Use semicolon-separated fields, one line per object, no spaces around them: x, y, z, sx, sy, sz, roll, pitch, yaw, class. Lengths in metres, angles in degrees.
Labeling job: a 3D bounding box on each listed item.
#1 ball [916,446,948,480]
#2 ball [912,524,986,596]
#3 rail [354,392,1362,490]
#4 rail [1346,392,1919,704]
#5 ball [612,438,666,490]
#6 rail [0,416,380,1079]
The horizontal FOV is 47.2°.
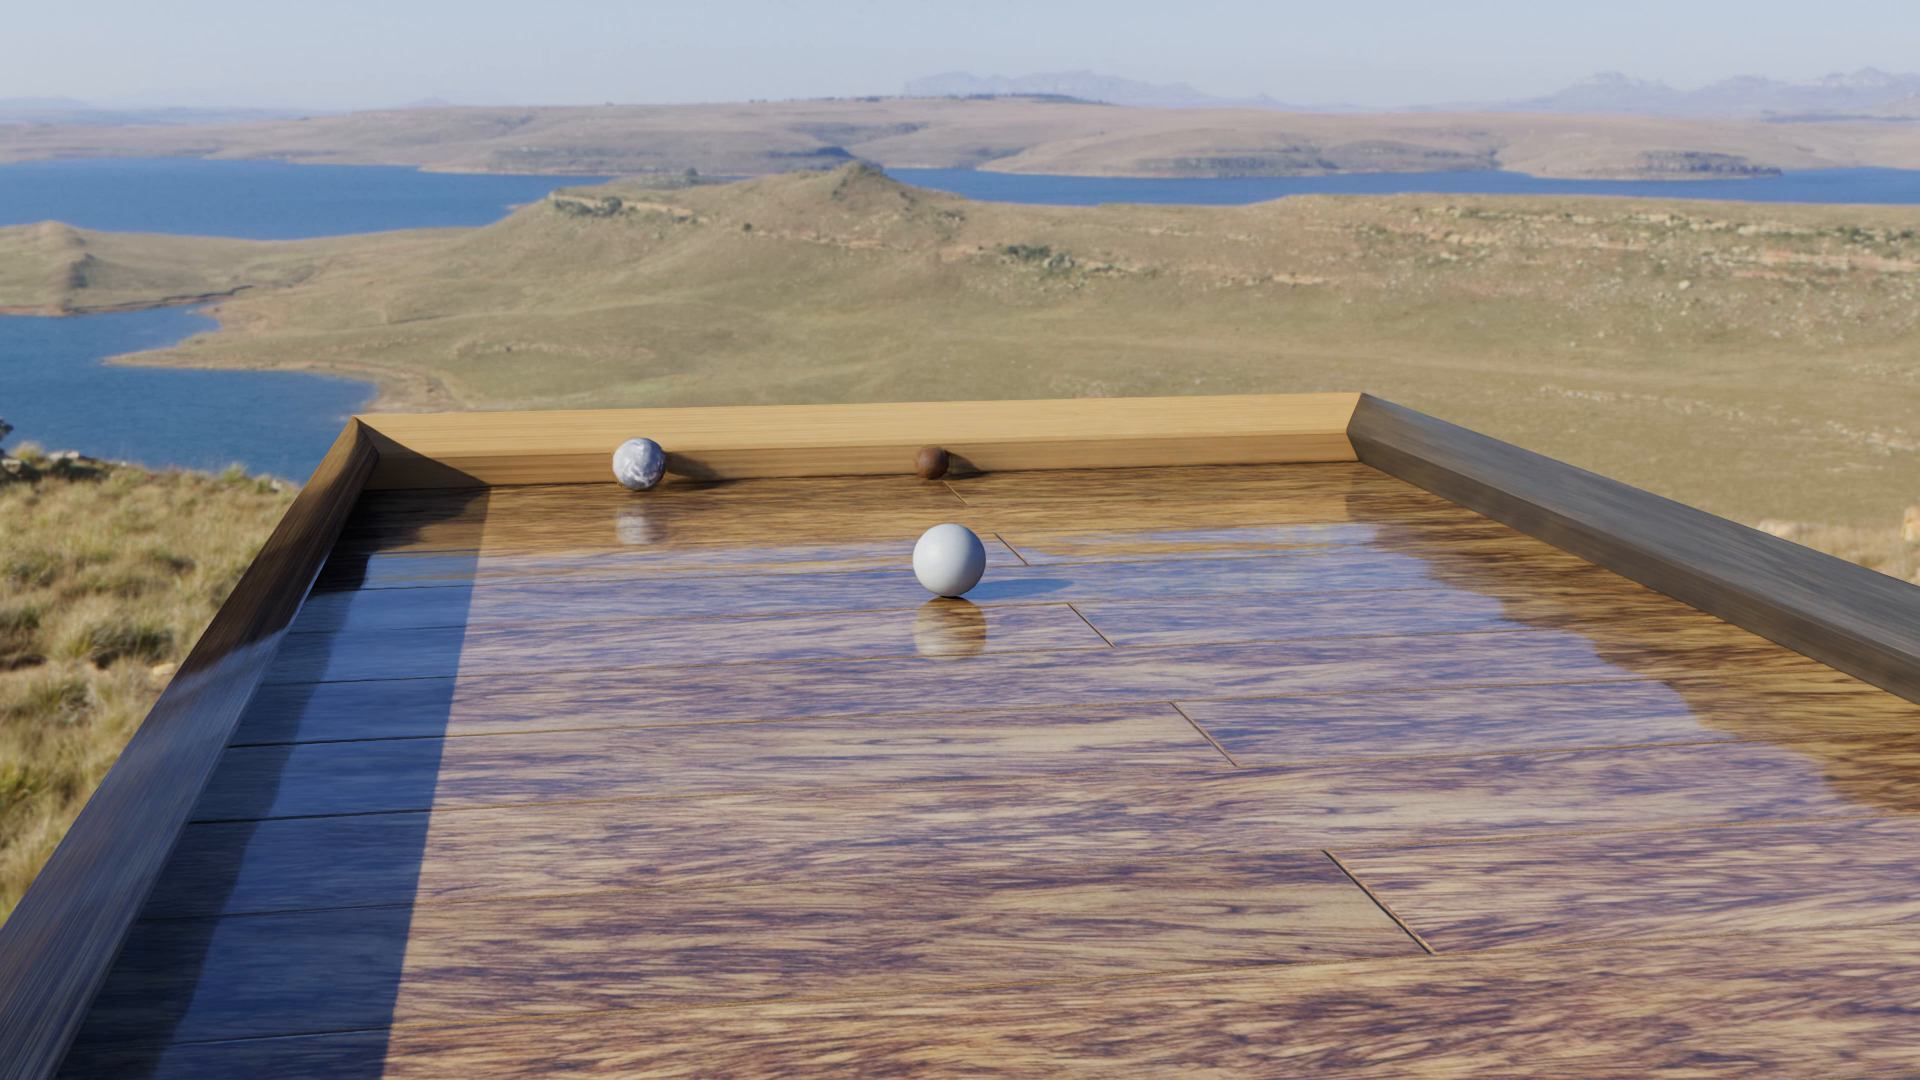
-0.049;-0.136;3.859;0.058;0.058;0.058;0;11;0;ball
-0.014;0.027;2.919;0.097;0.097;0.097;0;11;0;ball
-0.142;-0.174;3.872;1.798;0.127;0.045;-2;11;-10;rail
1.008;0.104;2.439;0.045;0.127;3.325;-2;11;-10;rail
-0.545;-0.129;3.740;0.091;0.091;0.091;0;11;0;ball
-0.716;0.162;2.137;0.045;0.127;3.325;-2;11;-10;rail
